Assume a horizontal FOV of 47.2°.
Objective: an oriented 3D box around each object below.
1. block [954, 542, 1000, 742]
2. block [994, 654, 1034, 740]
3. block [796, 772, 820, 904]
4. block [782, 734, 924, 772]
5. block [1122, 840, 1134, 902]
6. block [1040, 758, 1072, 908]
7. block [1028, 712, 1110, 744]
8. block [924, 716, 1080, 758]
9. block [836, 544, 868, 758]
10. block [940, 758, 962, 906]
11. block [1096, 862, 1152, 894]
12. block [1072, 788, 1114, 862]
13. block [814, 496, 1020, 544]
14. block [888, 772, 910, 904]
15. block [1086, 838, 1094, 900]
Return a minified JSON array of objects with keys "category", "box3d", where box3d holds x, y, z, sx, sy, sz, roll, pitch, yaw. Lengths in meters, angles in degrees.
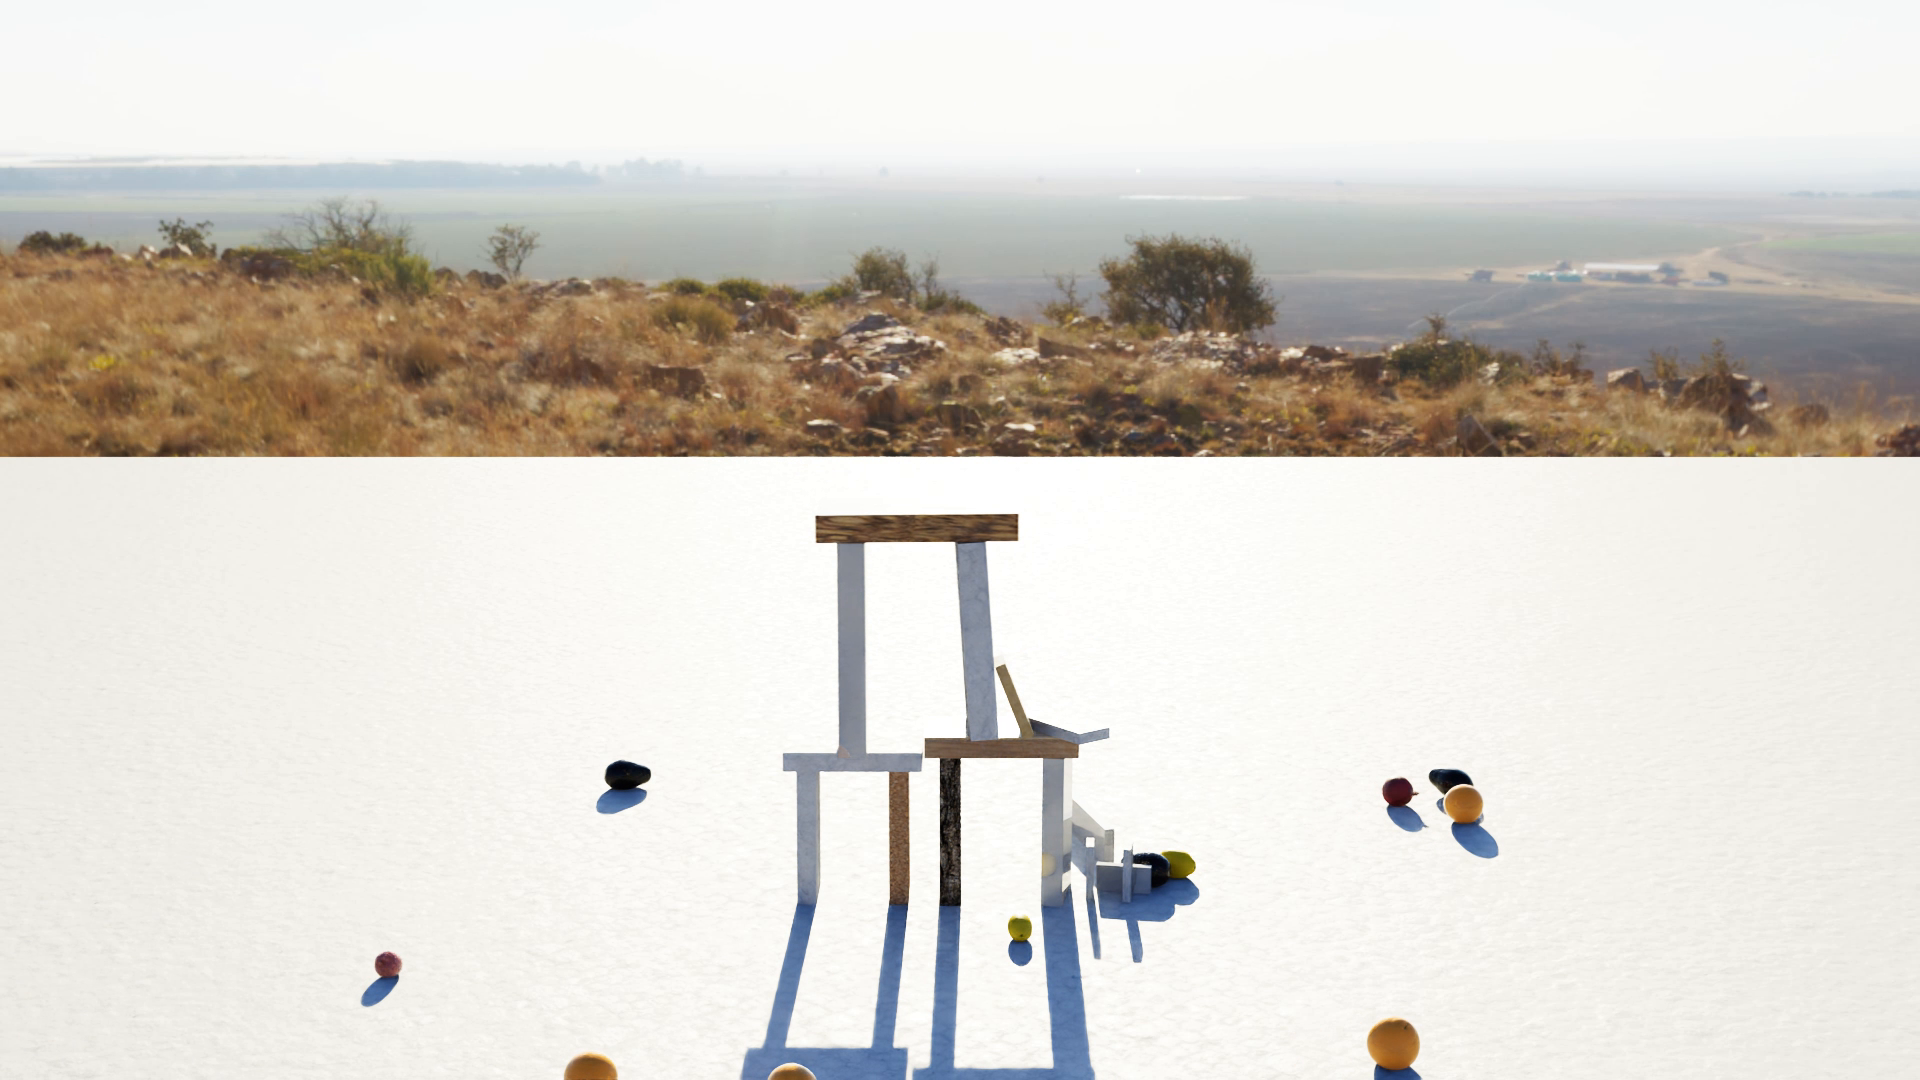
[{"category":"block","box3d":[0.026,0.149,3.584,0.046,0.323,0.162,-4,11,-2]},{"category":"block","box3d":[0.086,0.254,3.559,0.018,0.130,0.065,-21,11,1]},{"category":"block","box3d":[-0.251,0.478,3.650,0.032,0.227,0.113,0,11,0]},{"category":"block","box3d":[-0.175,0.351,3.626,0.227,0.032,0.113,0,11,0]},{"category":"block","box3d":[0.278,0.549,3.641,0.013,0.091,0.045,2,11,10]},{"category":"block","box3d":[0.161,0.467,3.645,0.036,0.251,0.126,2,11,9]},{"category":"block","box3d":[0.177,0.305,3.580,0.065,0.018,0.130,-8,13,-37]},{"category":"block","box3d":[0.068,0.325,3.622,0.251,0.036,0.126,0,11,0]},{"category":"block","box3d":[-0.174,0.163,3.587,0.046,0.351,0.162,0,11,-1]},{"category":"block","box3d":[-0.016,0.466,3.649,0.036,0.251,0.126,0,11,0]},{"category":"block","box3d":[0.274,0.565,3.678,0.091,0.045,0.013,2,13,10]},{"category":"block","box3d":[0.220,0.504,3.955,0.018,0.065,0.312,-3,11,-14]},{"category":"block","box3d":[-0.068,-0.033,3.552,0.323,0.046,0.162,-1,11,0]},{"category":"block","box3d":[-0.100,0.478,3.650,0.032,0.227,0.113,0,11,0]},{"category":"block","box3d":[0.216,0.546,3.656,0.013,0.091,0.045,1,11,4]}]
